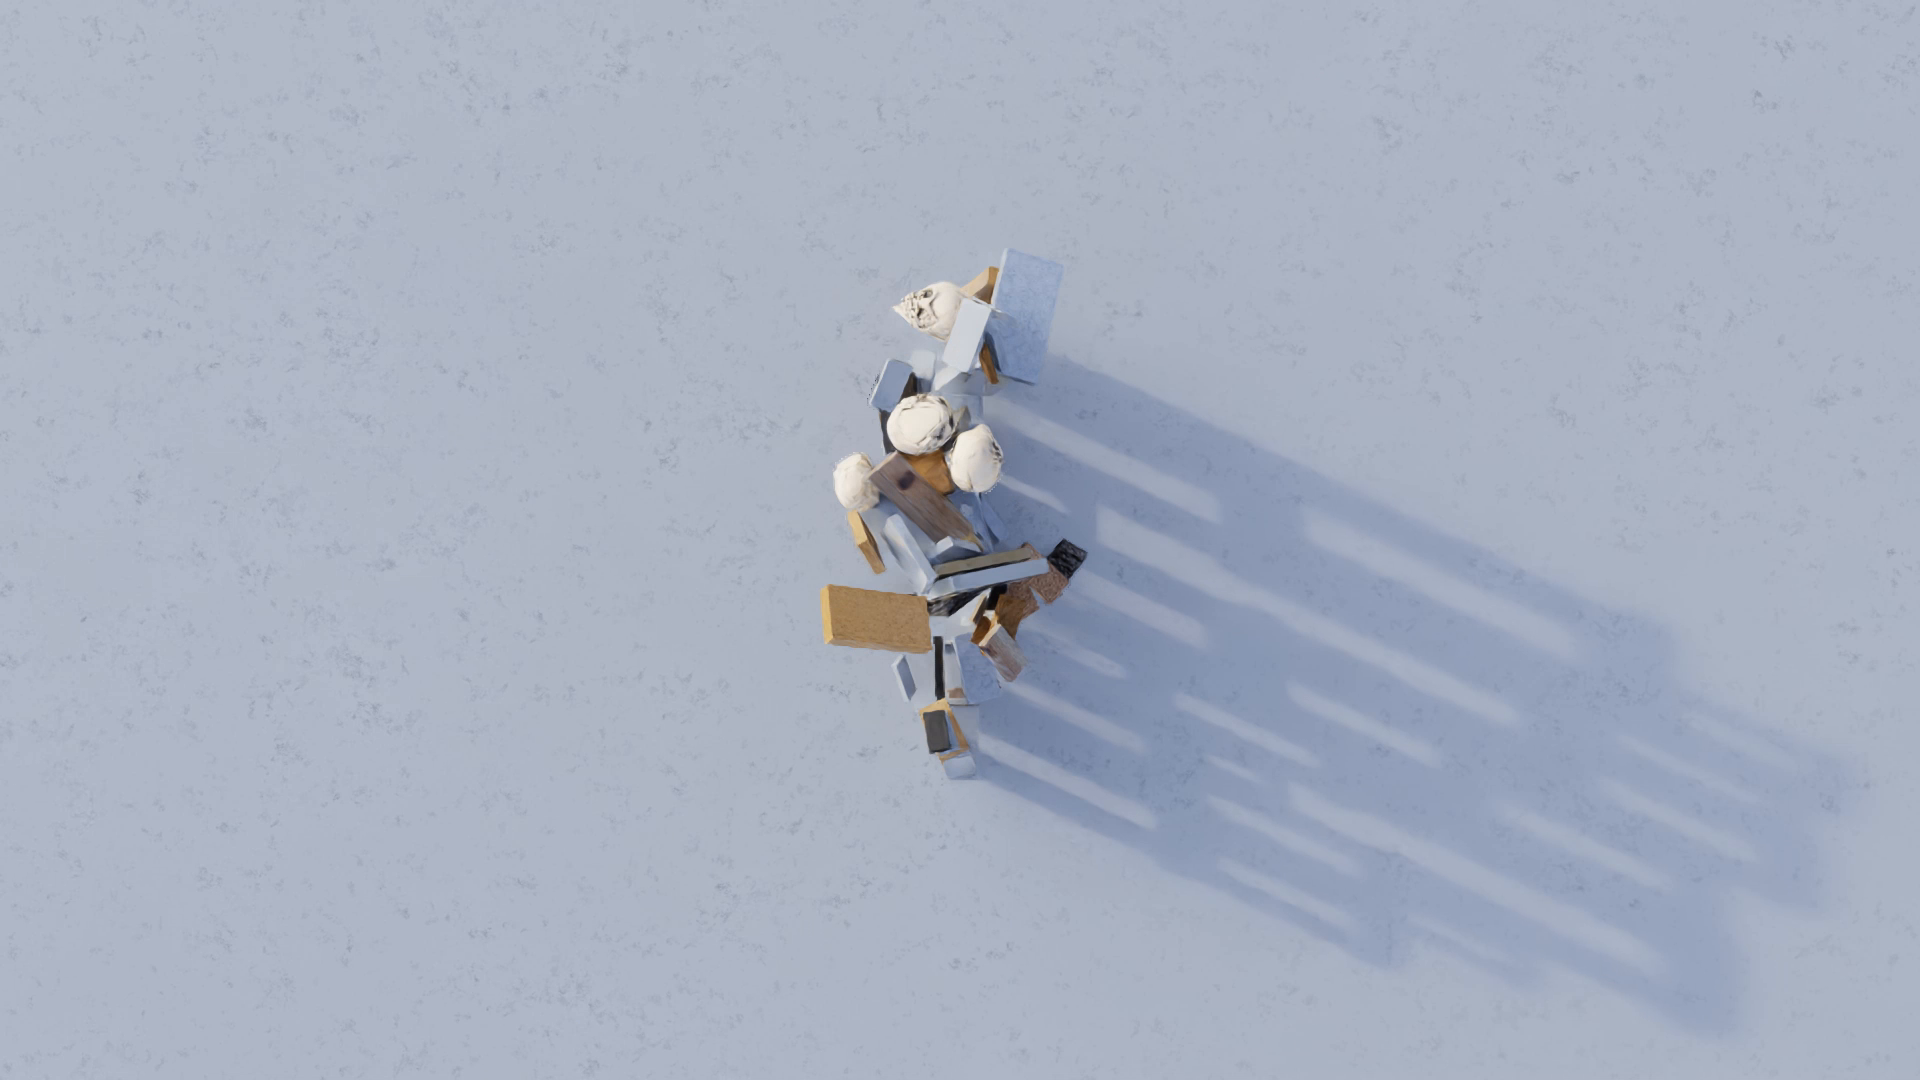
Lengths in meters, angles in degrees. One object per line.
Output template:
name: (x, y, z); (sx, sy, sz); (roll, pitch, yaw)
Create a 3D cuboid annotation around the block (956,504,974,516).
block: (-0.027, -0.084, 5.055); (0.103, 0.206, 0.029); (-10, 88, 11)

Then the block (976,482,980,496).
block: (-0.011, -0.156, 5.348); (0.149, 0.298, 0.042); (-2, 90, 2)

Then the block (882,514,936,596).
block: (-0.147, 0.045, 4.725); (0.031, 0.111, 0.222); (-23, 69, -26)

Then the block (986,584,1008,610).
block: (0.117, 0.180, 5.262); (0.047, 0.013, 0.094); (11, 104, -17)

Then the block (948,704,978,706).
block: (0.003, 0.563, 5.383); (0.117, 0.234, 0.033); (0, 90, 0)

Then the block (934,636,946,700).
block: (-0.065, 0.412, 5.268); (0.026, 0.093, 0.186); (-3, 66, 1)

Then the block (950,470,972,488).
block: (-0.063, -0.169, 4.983); (0.144, 0.299, 0.041); (-19, 89, 12)

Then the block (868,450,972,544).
block: (-0.114, -0.110, 4.771); (0.112, 0.032, 0.328); (-36, 114, 22)

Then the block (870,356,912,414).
block: (-0.195, -0.437, 4.659); (0.072, 0.021, 0.145); (18, 108, -20)

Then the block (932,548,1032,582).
block: (0.041, 0.080, 4.893); (0.362, 0.111, 0.031); (-10, 78, -37)

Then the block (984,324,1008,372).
block: (0.086, -0.554, 4.617); (0.026, 0.186, 0.093); (-37, 65, -9)

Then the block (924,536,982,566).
block: (-0.029, 0.041, 4.828); (0.111, 0.222, 0.031); (-33, 73, 16)

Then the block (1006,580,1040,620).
block: (0.172, 0.160, 5.307); (0.097, 0.027, 0.194); (-31, 101, -24)

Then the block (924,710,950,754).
block: (-0.071, 0.586, 5.047); (0.066, 0.019, 0.132); (-11, 57, 2)

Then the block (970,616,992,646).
block: (0.071, 0.292, 5.245); (0.047, 0.013, 0.094); (28, 71, -6)

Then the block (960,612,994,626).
block: (0.109, 0.251, 5.407); (0.194, 0.097, 0.027); (-10, 90, 32)

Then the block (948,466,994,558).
block: (-0.002, -0.069, 5.186); (0.149, 0.042, 0.298); (-13, 104, 12)

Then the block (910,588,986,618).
block: (-0.026, 0.152, 5.050); (0.157, 0.314, 0.044); (3, 111, 30)

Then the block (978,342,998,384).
block: (0.072, -0.509, 4.639); (0.021, 0.145, 0.072); (-25, 53, -4)

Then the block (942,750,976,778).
block: (-0.004, 0.697, 5.144); (0.092, 0.184, 0.026); (-10, 64, 0)

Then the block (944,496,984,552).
block: (-0.028, -0.027, 4.943); (0.103, 0.029, 0.206); (-35, 94, 15)

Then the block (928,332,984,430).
block: (-0.013, -0.496, 5.169); (0.154, 0.044, 0.309); (-4, 90, 0)

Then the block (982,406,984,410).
block: (-0.003, -0.393, 5.346); (0.154, 0.309, 0.044); (-3, 90, 0)

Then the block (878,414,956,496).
block: (-0.126, -0.253, 4.831); (0.144, 0.041, 0.287); (-20, 79, 12)

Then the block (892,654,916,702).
block: (-0.176, 0.435, 5.198); (0.019, 0.066, 0.132); (-6, 116, 27)

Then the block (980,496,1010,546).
block: (0.065, -0.041, 5.351); (0.042, 0.298, 0.149); (-36, 90, -17)

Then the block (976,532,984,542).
block: (0.012, 0.029, 5.073); (0.103, 0.206, 0.029); (-38, 90, 10)

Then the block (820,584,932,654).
block: (-0.229, 0.221, 4.537); (0.314, 0.044, 0.157); (8, 61, -32)

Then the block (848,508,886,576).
block: (-0.269, 0.004, 4.737); (0.032, 0.223, 0.112); (-29, 117, 2)

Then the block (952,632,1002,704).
block: (0.052, 0.404, 5.255); (0.110, 0.031, 0.221); (-12, 89, -17)

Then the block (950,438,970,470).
block: (0.000, -0.270, 5.366); (0.063, 0.018, 0.125); (0, 90, 0)

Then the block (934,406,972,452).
block: (-0.049, -0.323, 4.995); (0.144, 0.287, 0.041); (-23, 107, 14)

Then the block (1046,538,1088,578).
block: (0.315, 0.090, 5.293); (0.094, 0.027, 0.188); (30, 119, -16)

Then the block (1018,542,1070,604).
block: (0.241, 0.101, 5.090); (0.188, 0.027, 0.094); (42, 84, -17)

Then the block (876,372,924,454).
block: (-0.174, -0.369, 4.790); (0.112, 0.032, 0.223); (-7, 91, 17)

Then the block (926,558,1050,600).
block: (0.077, 0.116, 4.880); (0.358, 0.157, 0.044); (-10, 84, -37)

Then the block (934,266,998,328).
block: (0.085, -0.733, 5.086); (0.180, 0.589, 0.051); (8, 83, -16)

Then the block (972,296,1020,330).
block: (0.098, -0.636, 4.625); (0.093, 0.186, 0.026); (30, 98, 18)

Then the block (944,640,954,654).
block: (0.006, 0.342, 5.389); (0.110, 0.221, 0.031); (-10, 89, 0)

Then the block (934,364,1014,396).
block: (0.056, -0.496, 4.957); (0.180, 0.359, 0.051); (3, 83, -16)

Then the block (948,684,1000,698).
block: (0.044, 0.485, 5.378); (0.110, 0.221, 0.031); (-16, 89, -17)

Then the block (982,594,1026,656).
block: (0.139, 0.278, 5.239); (0.093, 0.026, 0.202); (16, 92, -40)

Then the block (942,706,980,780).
block: (0.004, 0.644, 5.249); (0.117, 0.033, 0.234); (0, 90, 0)

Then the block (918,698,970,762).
block: (-0.050, 0.586, 5.094); (0.092, 0.026, 0.184); (-24, 58, -7)

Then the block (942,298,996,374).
block: (0.023, -0.563, 4.540); (0.093, 0.026, 0.186); (28, 106, 28)

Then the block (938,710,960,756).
block: (-0.052, 0.592, 5.063); (0.066, 0.019, 0.135); (-19, 57, -4)

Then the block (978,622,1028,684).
block: (0.138, 0.359, 5.225); (0.093, 0.026, 0.186); (-49, 127, -18)

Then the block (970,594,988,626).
block: (0.064, 0.225, 5.265); (0.013, 0.047, 0.094); (20, 76, 32)

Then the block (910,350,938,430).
block: (-0.117, -0.438, 4.804); (0.072, 0.021, 0.227); (7, 92, 17)

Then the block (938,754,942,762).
block: (-0.048, 0.608, 5.193); (0.092, 0.026, 0.184); (-22, 107, 0)

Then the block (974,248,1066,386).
block: (0.175, -0.646, 4.777); (0.180, 0.051, 0.359); (15, 86, -15)
